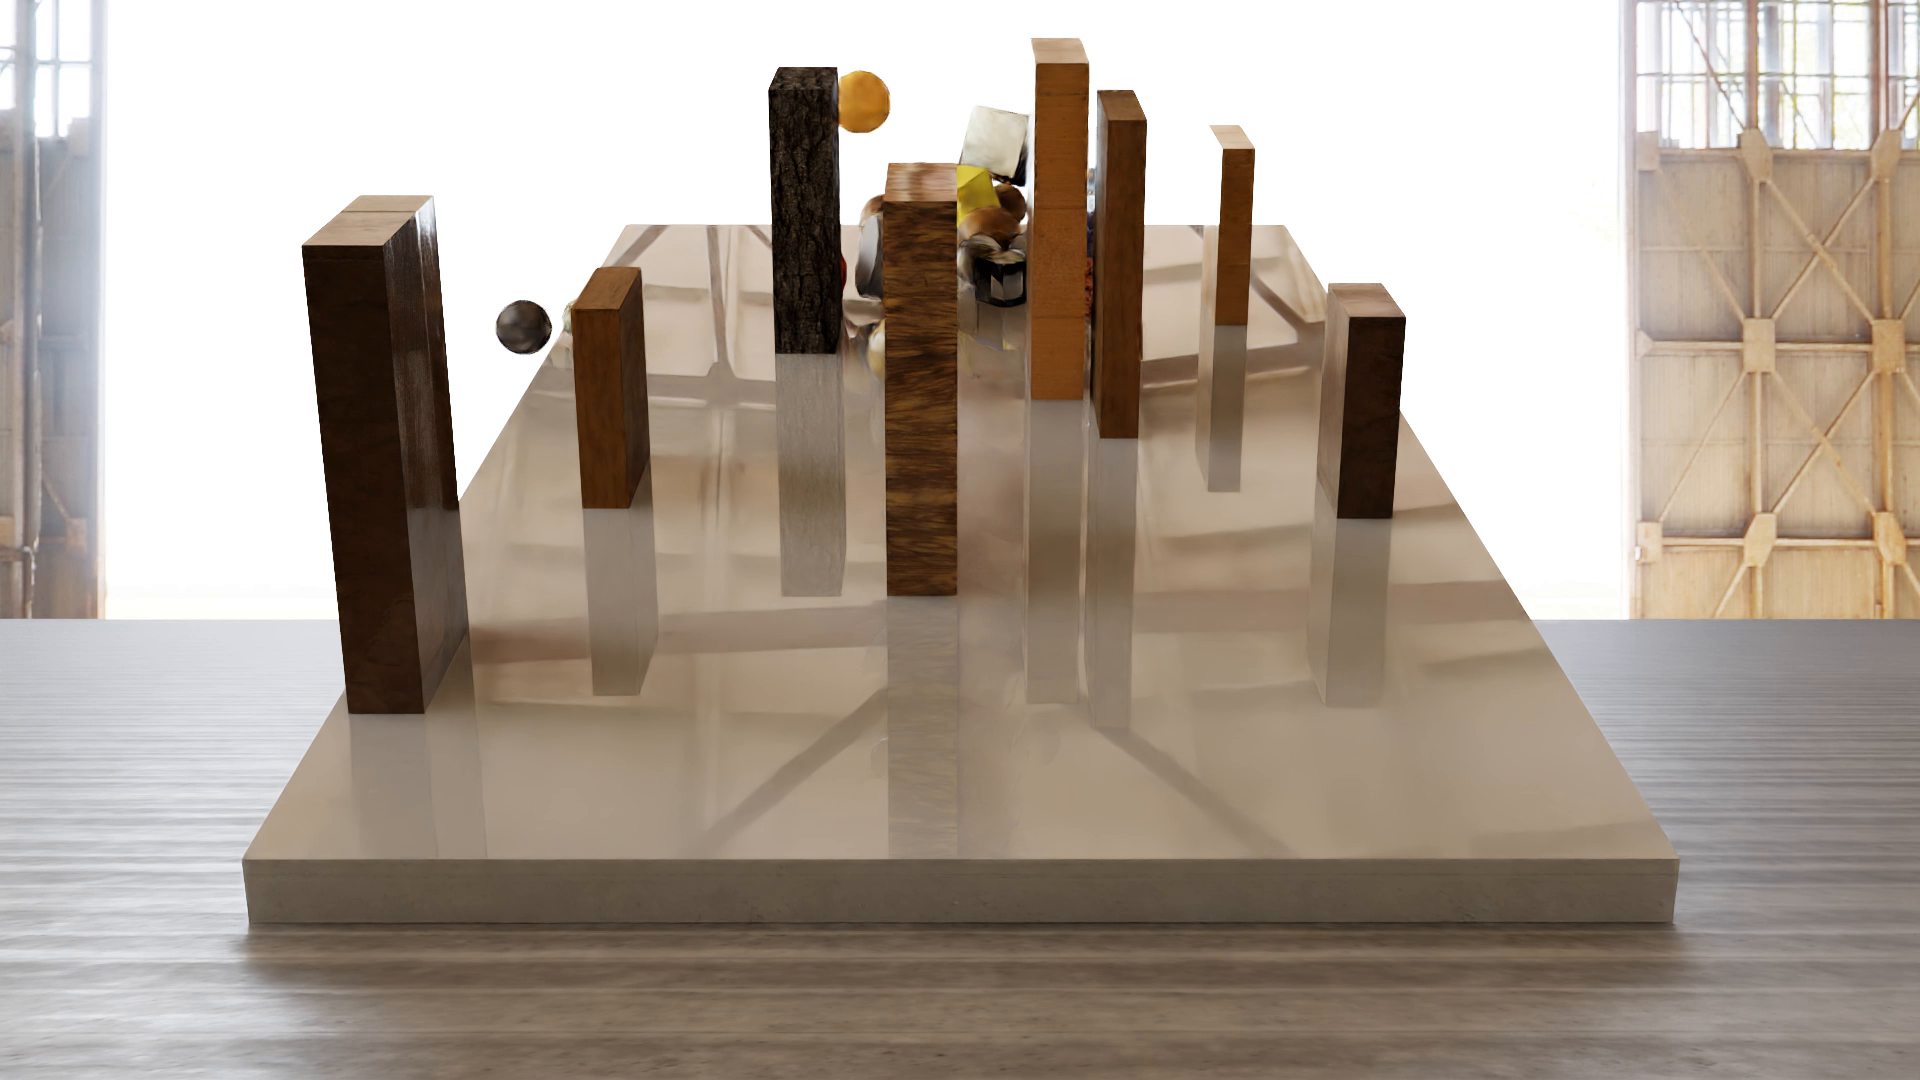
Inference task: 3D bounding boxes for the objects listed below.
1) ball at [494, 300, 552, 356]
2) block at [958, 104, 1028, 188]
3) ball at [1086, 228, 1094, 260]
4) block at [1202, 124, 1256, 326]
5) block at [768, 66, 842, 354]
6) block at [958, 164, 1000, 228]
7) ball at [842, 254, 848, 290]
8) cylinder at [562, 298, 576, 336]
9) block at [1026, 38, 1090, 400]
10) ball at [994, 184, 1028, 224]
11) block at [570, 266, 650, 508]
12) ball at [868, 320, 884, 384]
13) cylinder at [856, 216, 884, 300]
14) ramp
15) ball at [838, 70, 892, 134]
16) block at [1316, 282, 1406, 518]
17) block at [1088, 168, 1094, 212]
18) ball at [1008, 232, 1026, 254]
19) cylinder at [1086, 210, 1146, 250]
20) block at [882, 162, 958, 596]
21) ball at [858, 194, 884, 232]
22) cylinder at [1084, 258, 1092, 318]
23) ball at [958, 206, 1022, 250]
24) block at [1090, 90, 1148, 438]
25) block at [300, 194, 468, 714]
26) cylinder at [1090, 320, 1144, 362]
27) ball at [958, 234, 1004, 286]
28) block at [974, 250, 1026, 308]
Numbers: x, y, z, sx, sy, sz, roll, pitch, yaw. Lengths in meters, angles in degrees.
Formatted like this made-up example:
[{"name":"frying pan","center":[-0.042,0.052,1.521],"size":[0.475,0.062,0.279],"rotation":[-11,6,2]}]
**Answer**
[{"name":"ball","center":[-1.067,-0.519,5.561],"size":[0.139,0.139,0.139],"rotation":[0,-2,0]},{"name":"block","center":[0.132,-1.134,6.569],"size":[0.183,0.183,0.183],"rotation":[16,3,24]},{"name":"ball","center":[0.295,-0.740,6.039],"size":[0.198,0.198,0.198],"rotation":[0,-2,0]},{"name":"block","center":[0.693,-0.820,5.891],"size":[0.084,0.453,0.336],"rotation":[0,21,0]},{"name":"block","center":[-0.378,-0.817,5.611],"size":[0.150,0.641,0.352],"rotation":[0,21,0]},{"name":"block","center":[0.014,-0.976,6.469],"size":[0.125,0.125,0.125],"rotation":[-37,32,-25]},{"name":"ball","center":[-0.387,-0.699,5.943],"size":[0.187,0.187,0.187],"rotation":[0,-2,0]},{"name":"cylinder","center":[-0.918,-0.540,5.630],"size":[0.105,0.105,0.105],"rotation":[1,17,-31]},{"name":"block","center":[0.222,-0.747,5.253],"size":[0.120,0.762,0.391],"rotation":[0,21,0]},{"name":"ball","center":[0.132,-0.997,6.810],"size":[0.139,0.139,0.139],"rotation":[0,-2,0]},{"name":"block","center":[-0.703,-0.313,4.596],"size":[0.093,0.407,0.340],"rotation":[0,21,0]},{"name":"ball","center":[-0.121,-0.435,5.241],"size":[0.185,0.185,0.185],"rotation":[0,-2,0]},{"name":"cylinder","center":[-0.144,-0.723,5.920],"size":[0.207,0.207,0.207],"rotation":[8,-4,-17]},{"name":"ramp","center":[-0.005,-0.211,5.051],"size":[2.000,0.100,4.000],"rotation":[0,21,0]},{"name":"ball","center":[-0.290,-1.273,6.616],"size":[0.185,0.185,0.185],"rotation":[0,-2,0]},{"name":"block","center":[0.793,-0.280,4.513],"size":[0.109,0.408,0.268],"rotation":[0,21,0]},{"name":"block","center":[0.394,-0.956,6.574],"size":[0.178,0.178,0.178],"rotation":[1,35,-1]},{"name":"ball","center":[0.199,-0.766,6.180],"size":[0.148,0.148,0.148],"rotation":[0,-2,0]},{"name":"cylinder","center":[0.382,-0.813,6.222],"size":[0.179,0.179,0.179],"rotation":[-20,10,-34]},{"name":"block","center":[-0.068,-0.294,4.109],"size":[0.126,0.715,0.337],"rotation":[0,21,0]},{"name":"ball","center":[-0.213,-0.923,6.580],"size":[0.160,0.160,0.160],"rotation":[0,-2,0]},{"name":"cylinder","center":[0.337,-0.653,5.900],"size":[0.134,0.134,0.134],"rotation":[1,19,-21]},{"name":"ball","center":[0.082,-0.833,6.299],"size":[0.182,0.182,0.182],"rotation":[0,-2,0]},{"name":"block","center":[0.345,-0.611,4.995],"size":[0.082,0.690,0.388],"rotation":[0,21,0]},{"name":"block","center":[-0.909,-0.141,3.639],"size":[0.120,0.756,0.357],"rotation":[0,21,0]},{"name":"cylinder","center":[0.374,-0.477,5.456],"size":[0.112,0.112,0.112],"rotation":[-2,-2,-5]},{"name":"ball","center":[0.052,-0.756,6.161],"size":[0.142,0.142,0.142],"rotation":[0,-2,0]},{"name":"block","center":[0.121,-0.691,6.024],"size":[0.117,0.117,0.117],"rotation":[-16,26,-37]}]
